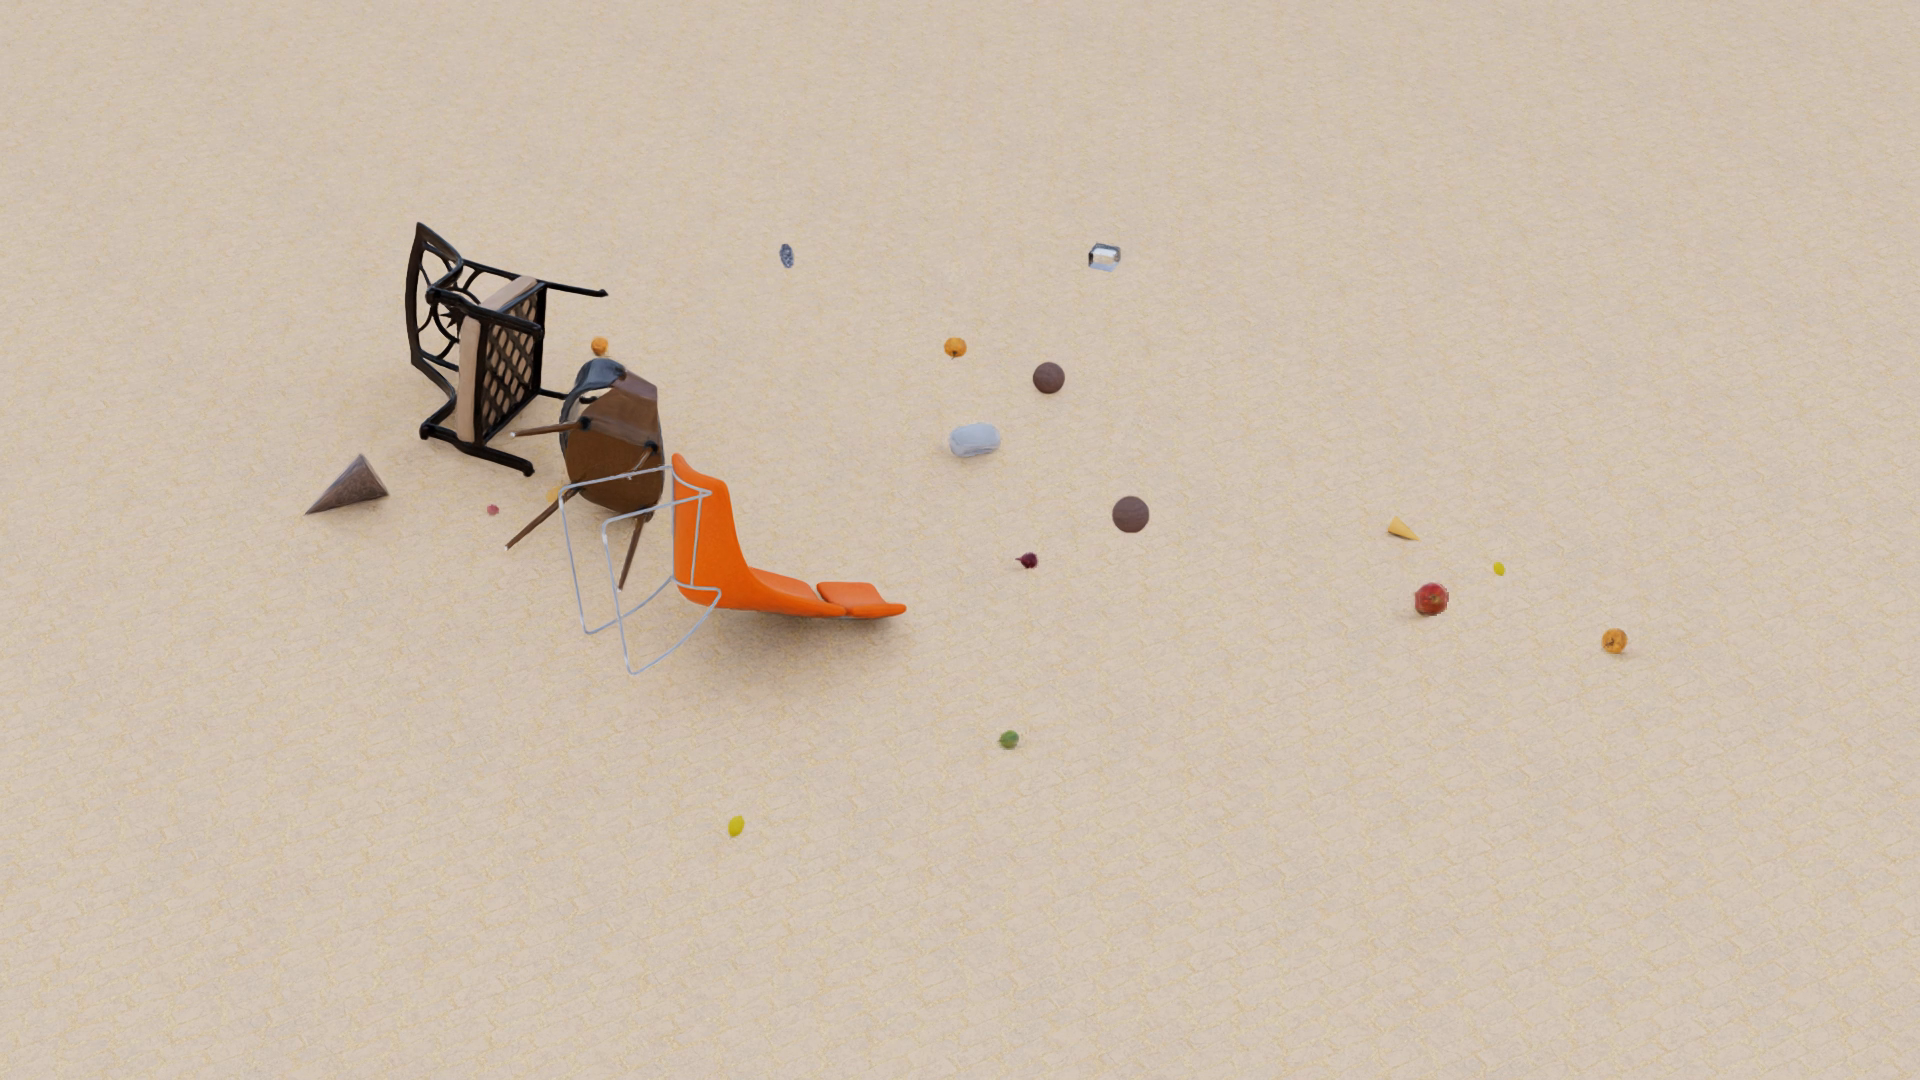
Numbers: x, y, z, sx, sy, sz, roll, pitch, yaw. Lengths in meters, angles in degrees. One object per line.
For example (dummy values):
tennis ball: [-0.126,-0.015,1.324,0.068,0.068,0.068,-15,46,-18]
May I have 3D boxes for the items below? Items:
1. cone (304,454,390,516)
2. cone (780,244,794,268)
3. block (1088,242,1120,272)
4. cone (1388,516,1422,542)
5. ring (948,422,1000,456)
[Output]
cone: [-2.350,-0.170,11.097,0.311,0.264,0.130,-31,59,-5]
cone: [-0.697,-1.172,11.977,0.059,0.108,0.069,0,25,15]
block: [0.628,-1.228,12.741,0.109,0.074,0.099,14,36,20]
cone: [1.672,-0.027,10.955,0.134,0.067,0.065,33,24,20]
ring: [0.055,-0.392,11.399,0.226,0.101,0.170,-6,-11,-39]
